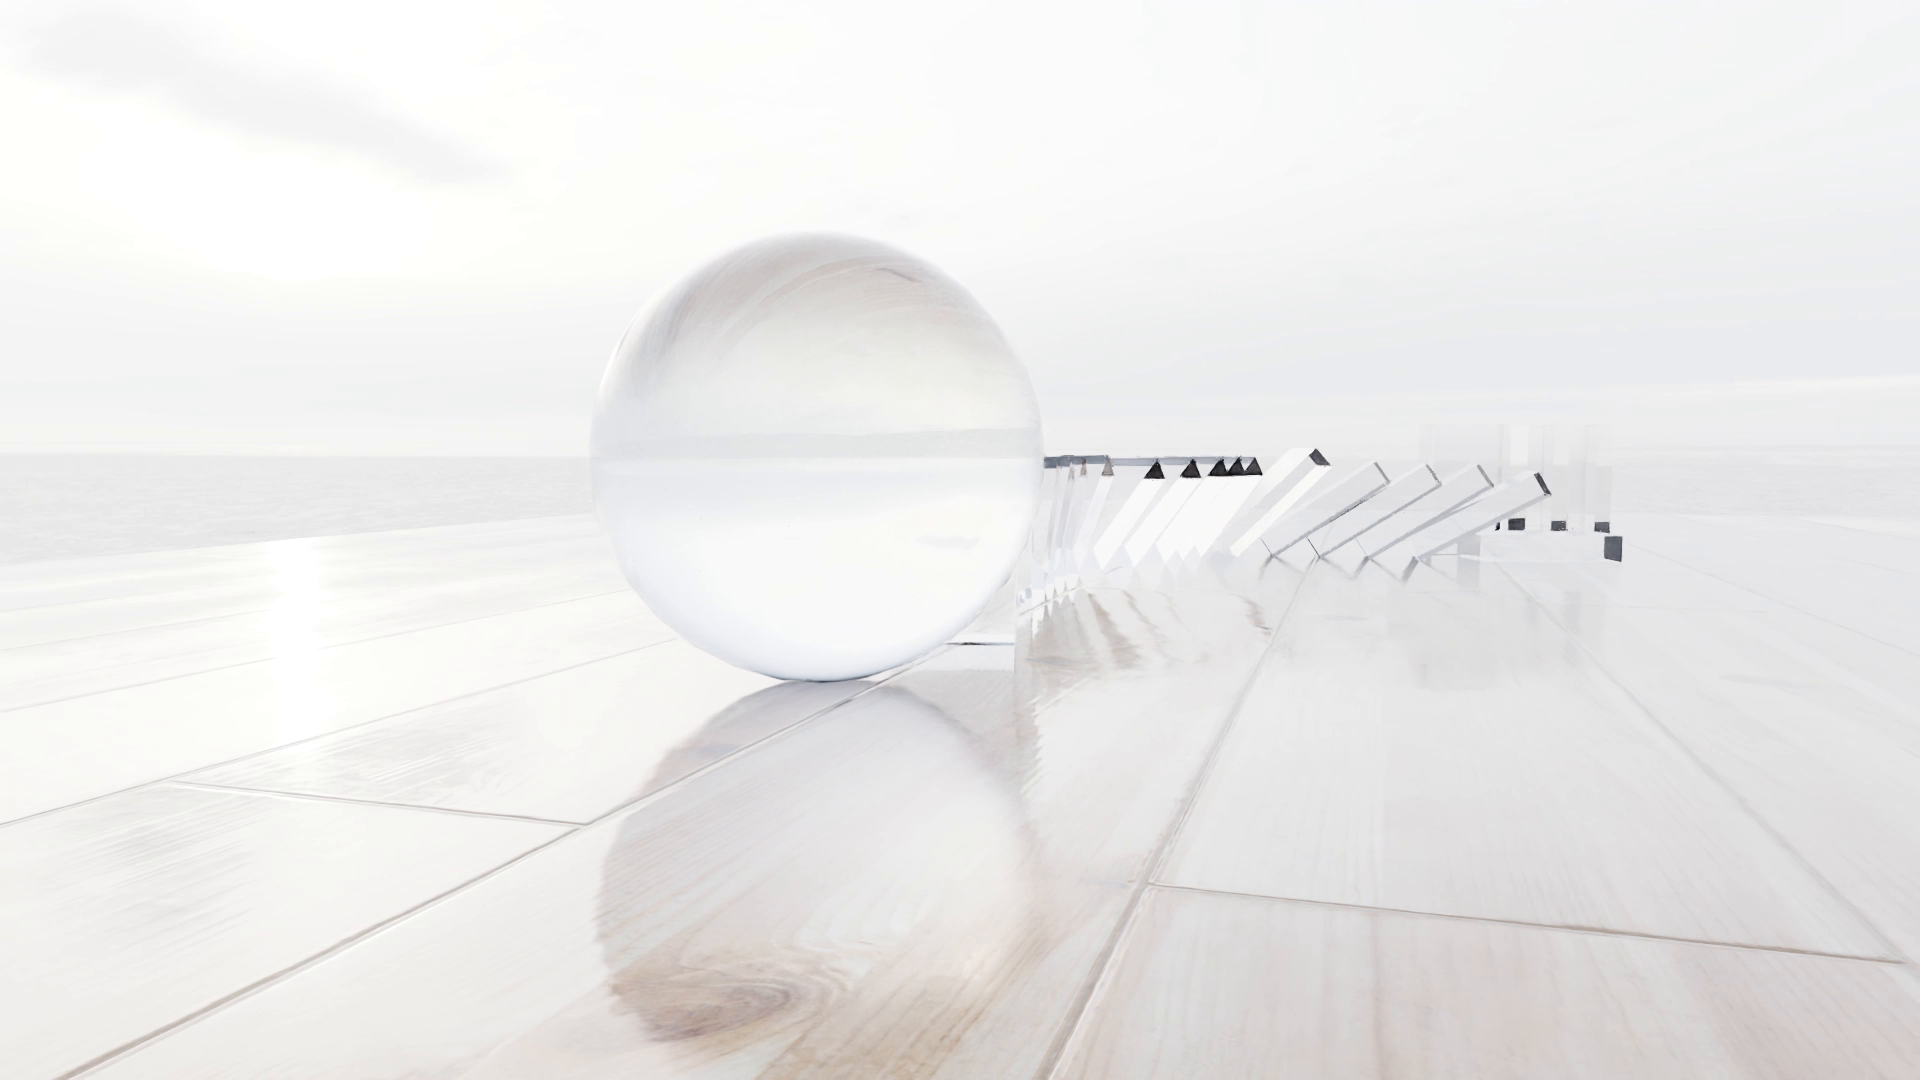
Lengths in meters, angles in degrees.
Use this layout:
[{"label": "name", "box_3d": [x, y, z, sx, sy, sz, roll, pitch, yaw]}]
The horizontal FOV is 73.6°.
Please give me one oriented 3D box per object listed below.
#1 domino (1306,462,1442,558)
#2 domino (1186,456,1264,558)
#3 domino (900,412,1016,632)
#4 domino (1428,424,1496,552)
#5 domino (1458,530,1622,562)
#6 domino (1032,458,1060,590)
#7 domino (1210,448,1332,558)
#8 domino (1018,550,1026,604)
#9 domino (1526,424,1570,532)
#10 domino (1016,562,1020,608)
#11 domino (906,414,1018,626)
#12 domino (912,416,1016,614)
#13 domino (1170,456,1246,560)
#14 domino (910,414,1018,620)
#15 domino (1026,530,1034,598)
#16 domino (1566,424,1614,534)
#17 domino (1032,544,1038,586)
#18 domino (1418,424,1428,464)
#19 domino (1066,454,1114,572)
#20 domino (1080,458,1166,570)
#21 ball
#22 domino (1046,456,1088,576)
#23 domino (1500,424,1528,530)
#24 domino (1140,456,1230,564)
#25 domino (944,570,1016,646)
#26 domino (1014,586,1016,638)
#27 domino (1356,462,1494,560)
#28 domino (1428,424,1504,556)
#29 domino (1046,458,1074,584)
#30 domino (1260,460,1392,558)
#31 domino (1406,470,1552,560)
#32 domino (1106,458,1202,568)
[{"label": "domino", "box_3d": [0.154, -0.011, 0.480, 0.050, 0.009, 0.025, -33, -5, 15]}, {"label": "domino", "box_3d": [0.094, -0.014, 0.499, 0.025, 0.009, 0.050, 5, 43, 47]}, {"label": "domino", "box_3d": [0.000, -0.004, 0.295, 0.025, 0.050, 0.009, 0, -19, 3]}, {"label": "domino", "box_3d": [0.203, -0.021, 0.520, 0.009, 0.050, 0.025, -2, 5, -25]}, {"label": "domino", "box_3d": [0.214, 0.002, 0.475, 0.050, 0.009, 0.025, 0, 4, 3]}, {"label": "domino", "box_3d": [0.016, -0.006, 0.393, 0.025, 0.010, 0.050, 1, 42, 11]}, {"label": "domino", "box_3d": [0.118, -0.015, 0.494, 0.050, 0.009, 0.025, -43, 8, -2]}, {"label": "domino", "box_3d": [0.005, -0.008, 0.348, 0.025, 0.050, 0.009, 0, -22, 3]}, {"label": "domino", "box_3d": [0.237, -0.022, 0.522, 0.010, 0.050, 0.025, 0, 4, 3]}, {"label": "domino", "box_3d": [0.003, -0.008, 0.337, 0.025, 0.050, 0.009, 0, -19, 3]}, {"label": "domino", "box_3d": [0.001, -0.005, 0.306, 0.025, 0.050, 0.009, 0, -19, 3]}, {"label": "domino", "box_3d": [0.002, -0.007, 0.326, 0.025, 0.050, 0.009, 0, -19, 3]}, {"label": "domino", "box_3d": [0.085, -0.013, 0.486, 0.025, 0.009, 0.050, 4, 43, 47]}, {"label": "domino", "box_3d": [0.002, -0.006, 0.316, 0.025, 0.050, 0.010, 0, -19, 3]}, {"label": "domino", "box_3d": [0.008, -0.009, 0.359, 0.025, 0.050, 0.009, 0, -21, 5]}, {"label": "domino", "box_3d": [0.254, -0.021, 0.520, 0.009, 0.050, 0.025, 0, 4, 5]}, {"label": "domino", "box_3d": [0.009, -0.006, 0.380, 0.025, 0.010, 0.050, -6, 41, 3]}, {"label": "domino", "box_3d": [0.193, -0.020, 0.505, 0.025, 0.050, 0.009, 1, 5, 19]}, {"label": "domino", "box_3d": [0.034, -0.010, 0.440, 0.025, 0.009, 0.050, 1, 42, 24]}, {"label": "domino", "box_3d": [0.049, -0.010, 0.452, 0.025, 0.009, 0.050, 4, 42, 40]}, {"label": "ball", "box_3d": [-0.025, -0.015, 0.229, 0.080, 0.080, 0.080, 0, 4, 0]}, {"label": "domino", "box_3d": [0.026, -0.009, 0.425, 0.025, 0.009, 0.050, 0, 41, 17]}, {"label": "domino", "box_3d": [0.220, -0.022, 0.522, 0.010, 0.050, 0.025, 0, 4, -3]}, {"label": "domino", "box_3d": [0.076, -0.012, 0.472, 0.025, 0.009, 0.050, 4, 42, 45]}, {"label": "domino", "box_3d": [-0.001, -0.003, 0.275, 0.025, 0.050, 0.009, 0, -19, 3]}, {"label": "domino", "box_3d": [0.000, -0.004, 0.285, 0.025, 0.050, 0.010, 0, -19, 3]}, {"label": "domino", "box_3d": [0.171, -0.011, 0.475, 0.050, 0.009, 0.025, -33, -5, 15]}, {"label": "domino", "box_3d": [0.194, -0.019, 0.493, 0.025, 0.050, 0.009, 1, 4, 7]}, {"label": "domino", "box_3d": [0.021, -0.007, 0.409, 0.025, 0.009, 0.050, 1, 42, 14]}, {"label": "domino", "box_3d": [0.137, -0.012, 0.486, 0.050, 0.010, 0.025, -34, -3, 12]}, {"label": "domino", "box_3d": [0.189, -0.009, 0.471, 0.050, 0.009, 0.025, -29, -3, 15]}, {"label": "domino", "box_3d": [0.063, -0.011, 0.462, 0.025, 0.009, 0.050, 4, 43, 45]}]
